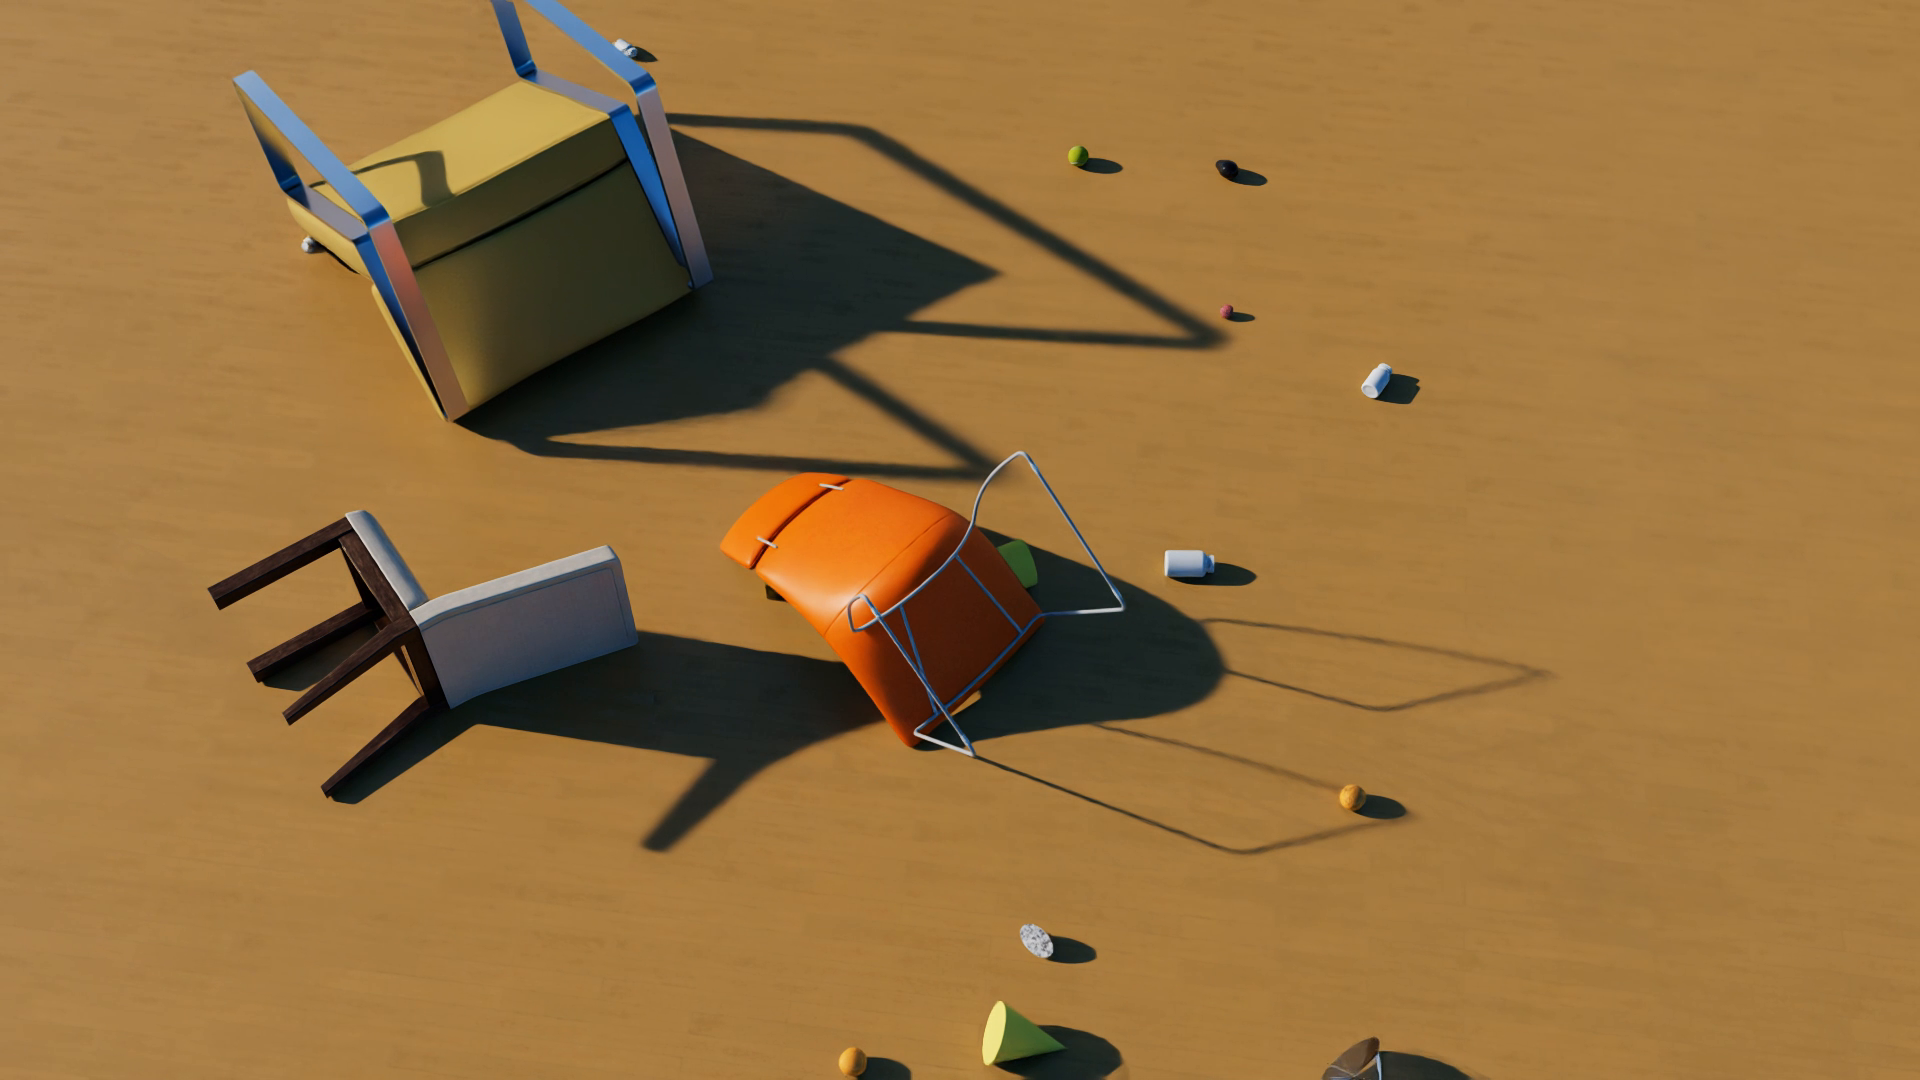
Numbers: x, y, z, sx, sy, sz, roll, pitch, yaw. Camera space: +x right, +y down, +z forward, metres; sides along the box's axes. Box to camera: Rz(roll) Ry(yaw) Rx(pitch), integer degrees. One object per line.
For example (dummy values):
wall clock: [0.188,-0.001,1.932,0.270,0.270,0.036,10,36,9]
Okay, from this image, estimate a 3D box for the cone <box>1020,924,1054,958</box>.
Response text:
cone: [0.219,1.058,5.845,0.111,0.078,0.054,35,26,28]

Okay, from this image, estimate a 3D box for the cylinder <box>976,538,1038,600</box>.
cylinder: [0.137,0.087,6.431,0.136,0.147,0.129,-21,23,-13]

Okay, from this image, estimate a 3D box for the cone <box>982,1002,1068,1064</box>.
cone: [0.182,1.291,5.664,0.205,0.144,0.164,15,98,-15]

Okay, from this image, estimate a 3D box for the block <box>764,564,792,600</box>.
block: [-0.534,0.123,6.447,0.075,0.074,0.063,-7,56,-5]

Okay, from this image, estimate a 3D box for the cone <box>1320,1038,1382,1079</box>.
cone: [1.034,1.390,5.597,0.198,0.168,0.145,-40,95,-16]
